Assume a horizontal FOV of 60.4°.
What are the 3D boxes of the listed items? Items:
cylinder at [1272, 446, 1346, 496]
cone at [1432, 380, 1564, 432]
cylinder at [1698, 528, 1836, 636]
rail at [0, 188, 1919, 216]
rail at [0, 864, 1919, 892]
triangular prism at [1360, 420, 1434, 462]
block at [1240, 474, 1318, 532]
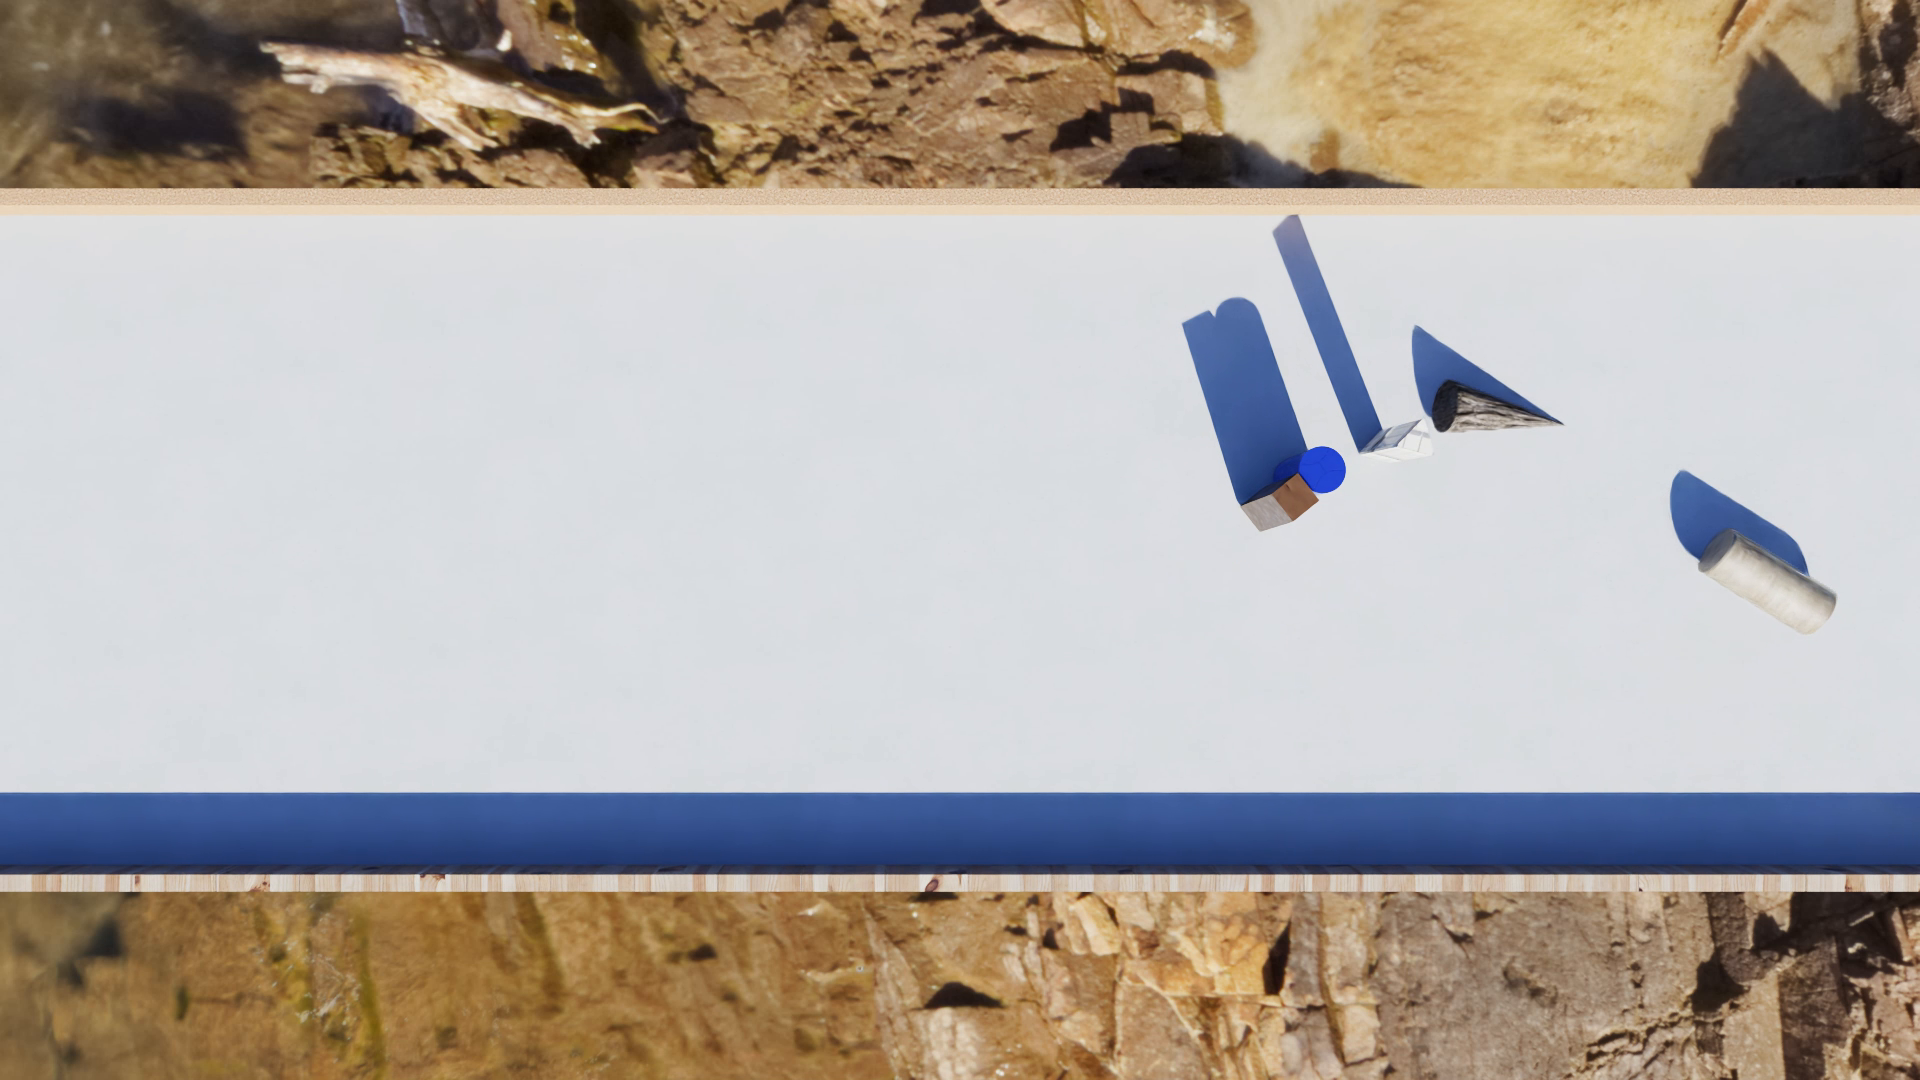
[{"bbox_3d":[1.038,-0.195,4.913,0.137,0.318,0.137,0,87,-3],"label":"cylinder"},{"bbox_3d":[1.668,-0.378,5.037,0.408,0.160,0.160,7,90,-11],"label":"cone"},{"bbox_3d":[2.446,0.128,4.999,0.364,0.155,0.155,32,90,0],"label":"cylinder"},{"bbox_3d":[-2.247,-1.025,5.002,12.000,0.150,0.050,0,90,0],"label":"rail"},{"bbox_3d":[-2.247,1.025,5.001,12.000,0.150,0.050,0,90,0],"label":"rail"},{"bbox_3d":[1.288,-0.295,4.849,0.104,0.455,0.090,14,90,0],"label":"triangular prism"},{"bbox_3d":[0.945,-0.108,4.897,0.100,0.349,0.100,-38,90,-7],"label":"block"}]
